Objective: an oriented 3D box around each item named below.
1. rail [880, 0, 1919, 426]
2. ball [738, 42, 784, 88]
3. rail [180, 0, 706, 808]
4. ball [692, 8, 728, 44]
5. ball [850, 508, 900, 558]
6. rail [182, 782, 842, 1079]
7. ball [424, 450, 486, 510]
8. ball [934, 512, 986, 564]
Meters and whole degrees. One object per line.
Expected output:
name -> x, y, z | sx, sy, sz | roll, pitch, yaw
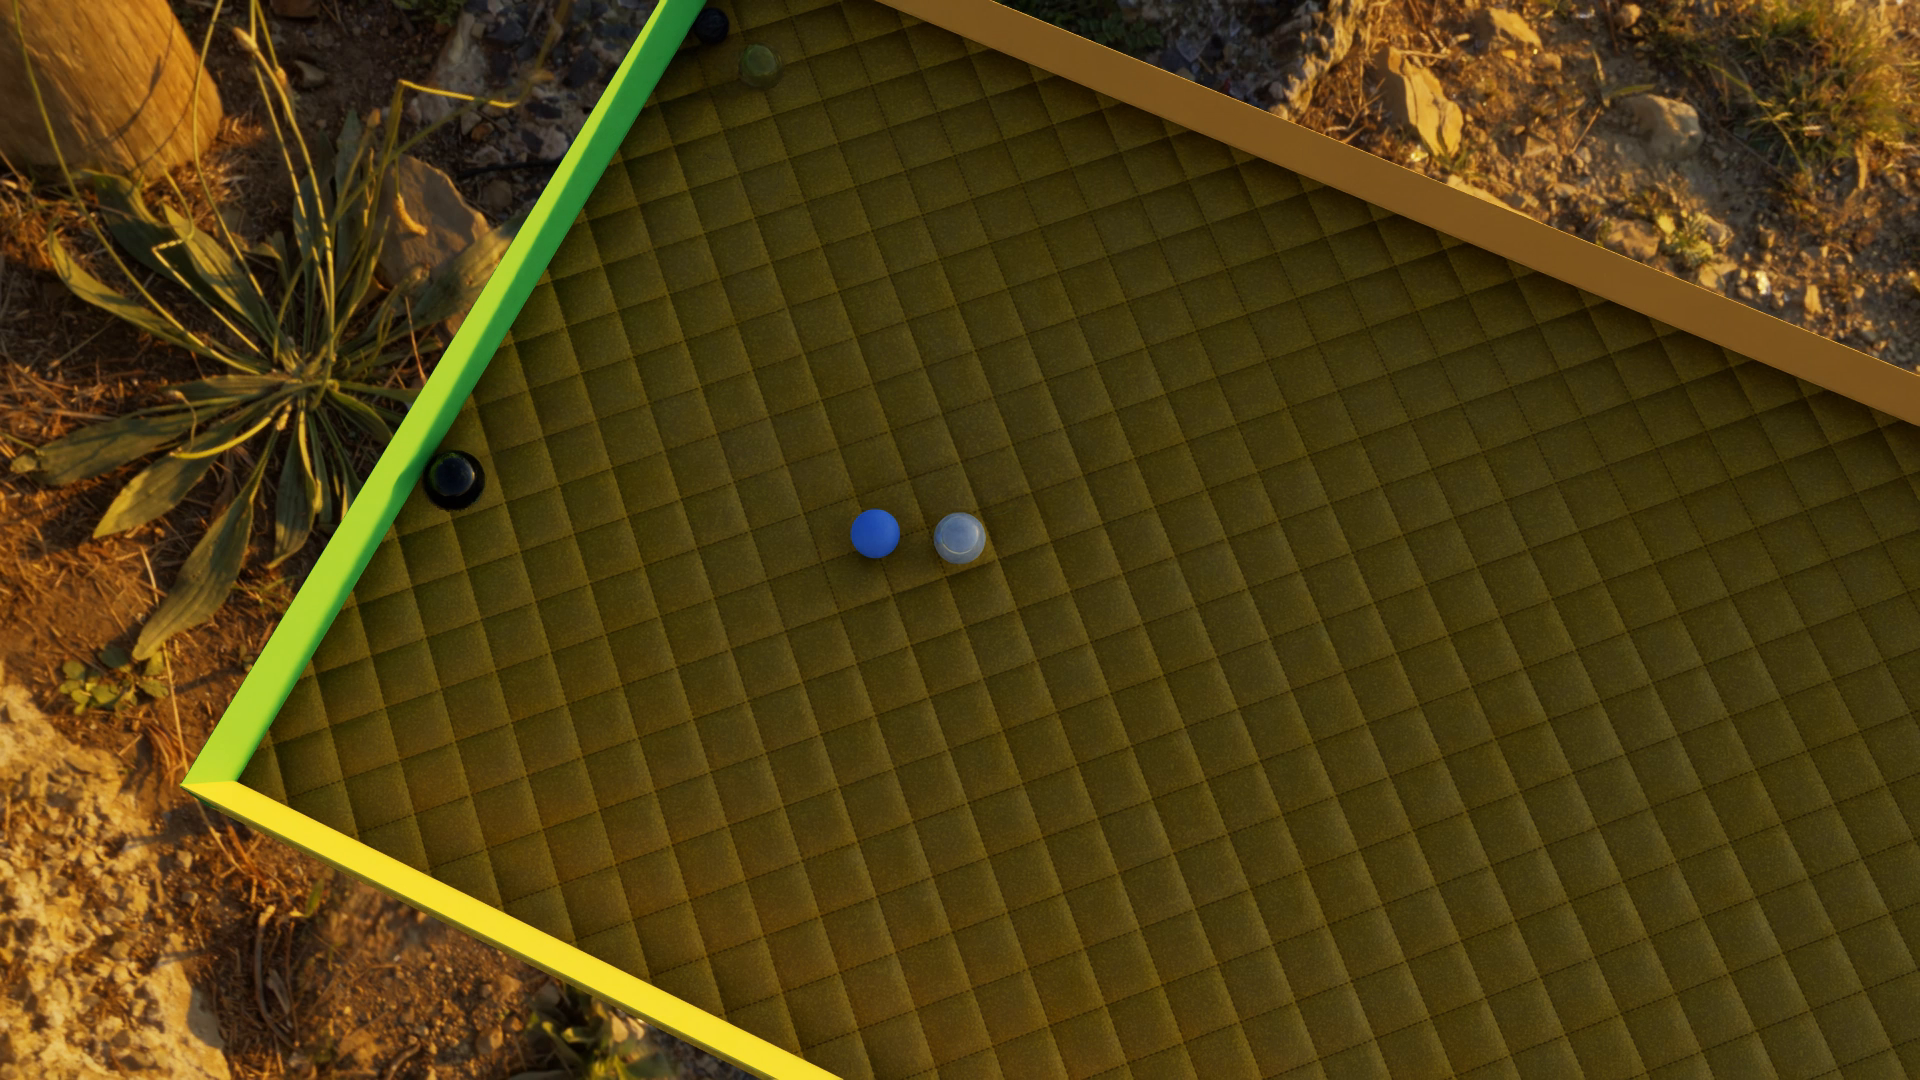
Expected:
rail -> 1.133, -0.377, 3.554 | 3.418, 0.124, 0.045 | 24, 72, 9
ball -> -0.339, -0.807, 3.738 | 0.077, 0.077, 0.077 | 0, 70, 0
rail -> -0.750, -0.343, 3.541 | 0.045, 0.124, 1.730 | 24, 72, 9
ball -> -0.428, -0.882, 3.774 | 0.062, 0.062, 0.062 | 0, 70, 0
ball -> -0.133, -0.010, 3.445 | 0.078, 0.078, 0.078 | 0, 70, 0
rail -> 0.411, 1.049, 3.030 | 3.418, 0.124, 0.045 | 24, 72, 9
ball -> -0.797, -0.095, 3.466 | 0.096, 0.096, 0.096 | 0, 70, 0
ball -> -0.001, -0.003, 3.440 | 0.082, 0.082, 0.082 | 0, 70, 0
